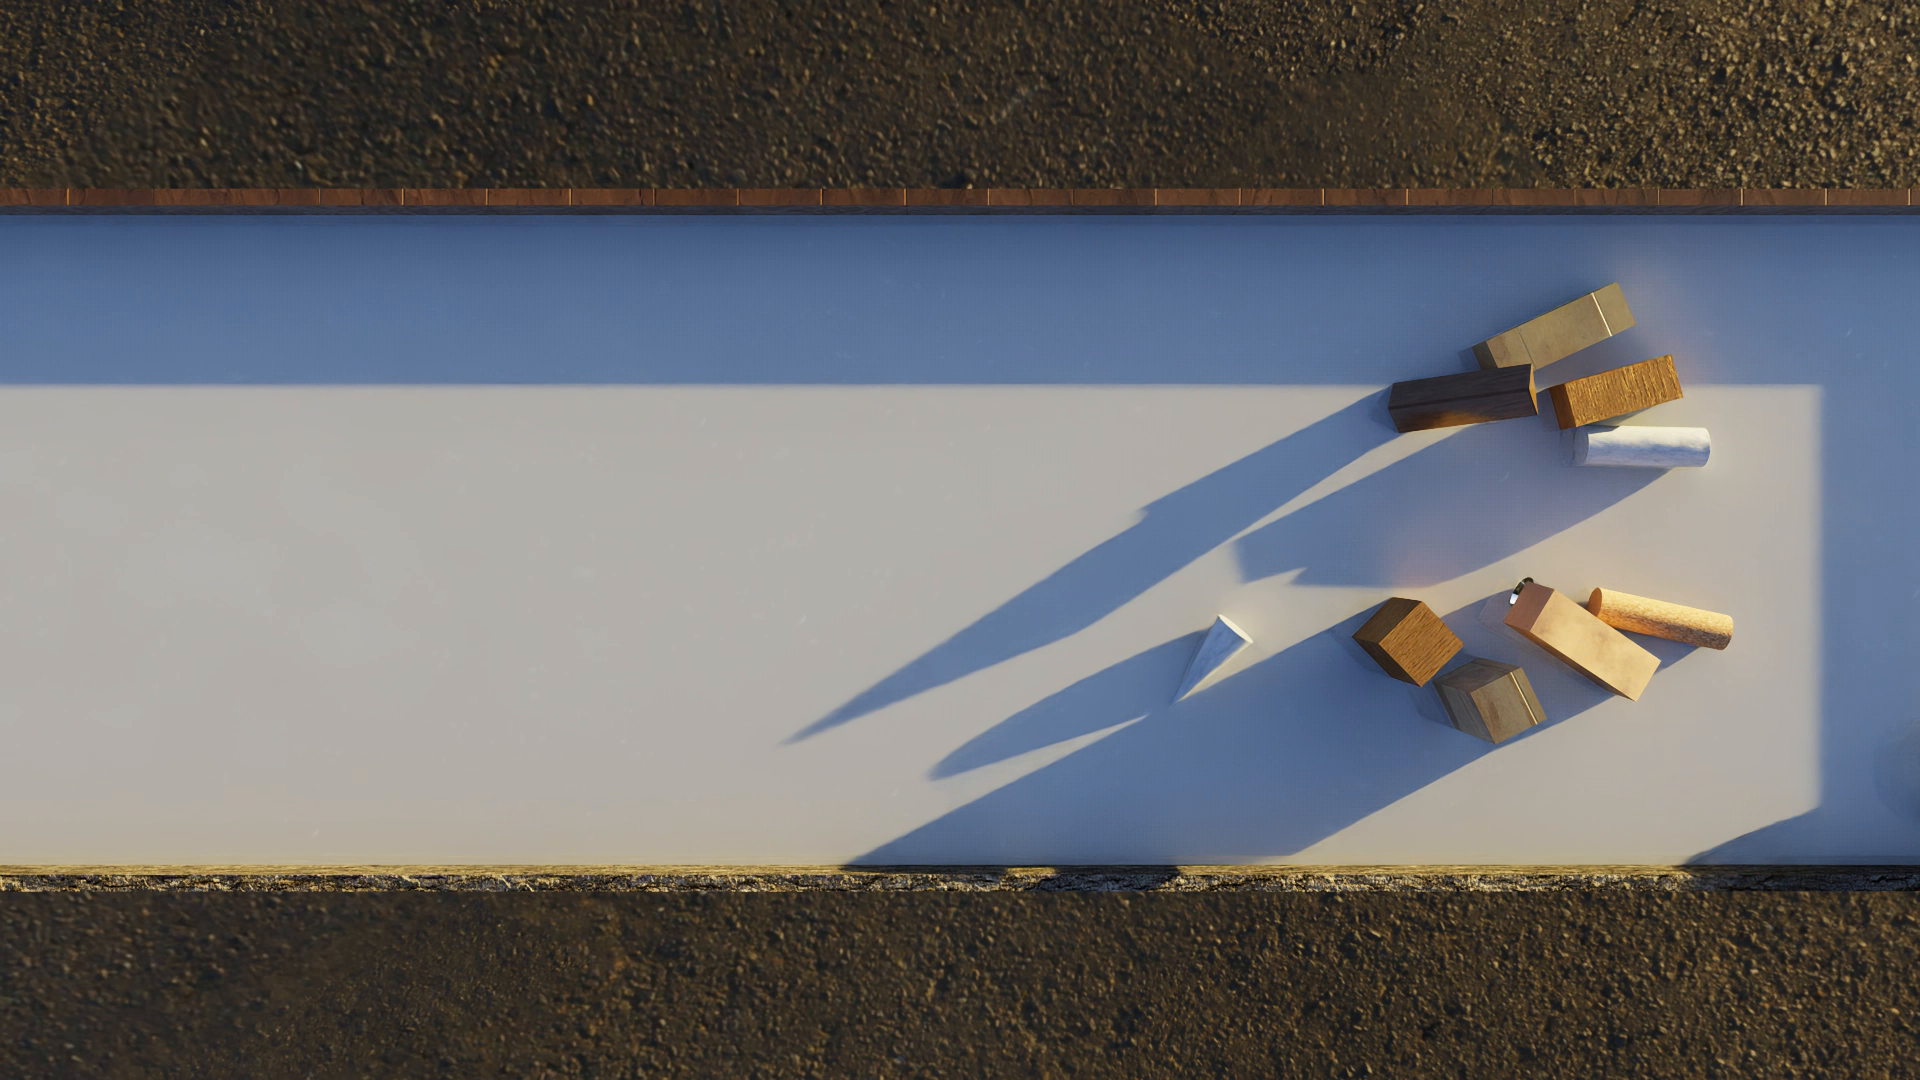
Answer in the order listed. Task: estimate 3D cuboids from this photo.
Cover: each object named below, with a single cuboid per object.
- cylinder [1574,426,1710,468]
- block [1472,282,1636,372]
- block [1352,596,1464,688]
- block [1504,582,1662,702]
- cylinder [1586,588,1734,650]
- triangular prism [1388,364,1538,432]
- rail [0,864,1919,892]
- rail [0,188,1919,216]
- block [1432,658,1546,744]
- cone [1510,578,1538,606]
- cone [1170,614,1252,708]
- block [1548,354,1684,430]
[{"bbox_3d":[2.073,-0.286,5.017,0.367,0.120,0.120,1,90,0],"label":"cylinder"},{"bbox_3d":[1.800,-0.620,5.006,0.432,0.142,0.142,-24,90,0],"label":"block"},{"bbox_3d":[1.330,0.299,4.914,0.176,0.324,0.176,-44,90,0],"label":"block"},{"bbox_3d":[1.865,0.304,4.948,0.438,0.144,0.144,31,90,-16],"label":"block"},{"bbox_3d":[2.129,0.240,5.022,0.404,0.109,0.109,12,90,0],"label":"cylinder"},{"bbox_3d":[1.495,-0.421,4.922,0.407,0.132,0.153,-7,92,26],"label":"triangular prism"},{"bbox_3d":[-2.247,1.025,5.001,12.000,0.150,0.050,0,90,0],"label":"rail"},{"bbox_3d":[-2.247,-1.025,5.002,12.000,0.150,0.050,0,90,0],"label":"rail"},{"bbox_3d":[1.560,0.471,4.883,0.164,0.388,0.164,-27,90,0],"label":"block"},{"bbox_3d":[1.868,0.238,5.049,0.352,0.109,0.109,26,90,-9],"label":"cone"},{"bbox_3d":[0.740,0.395,5.044,0.132,0.132,0.325,38,102,0],"label":"cone"},{"bbox_3d":[1.990,-0.448,5.009,0.333,0.135,0.135,-15,90,0],"label":"block"}]
